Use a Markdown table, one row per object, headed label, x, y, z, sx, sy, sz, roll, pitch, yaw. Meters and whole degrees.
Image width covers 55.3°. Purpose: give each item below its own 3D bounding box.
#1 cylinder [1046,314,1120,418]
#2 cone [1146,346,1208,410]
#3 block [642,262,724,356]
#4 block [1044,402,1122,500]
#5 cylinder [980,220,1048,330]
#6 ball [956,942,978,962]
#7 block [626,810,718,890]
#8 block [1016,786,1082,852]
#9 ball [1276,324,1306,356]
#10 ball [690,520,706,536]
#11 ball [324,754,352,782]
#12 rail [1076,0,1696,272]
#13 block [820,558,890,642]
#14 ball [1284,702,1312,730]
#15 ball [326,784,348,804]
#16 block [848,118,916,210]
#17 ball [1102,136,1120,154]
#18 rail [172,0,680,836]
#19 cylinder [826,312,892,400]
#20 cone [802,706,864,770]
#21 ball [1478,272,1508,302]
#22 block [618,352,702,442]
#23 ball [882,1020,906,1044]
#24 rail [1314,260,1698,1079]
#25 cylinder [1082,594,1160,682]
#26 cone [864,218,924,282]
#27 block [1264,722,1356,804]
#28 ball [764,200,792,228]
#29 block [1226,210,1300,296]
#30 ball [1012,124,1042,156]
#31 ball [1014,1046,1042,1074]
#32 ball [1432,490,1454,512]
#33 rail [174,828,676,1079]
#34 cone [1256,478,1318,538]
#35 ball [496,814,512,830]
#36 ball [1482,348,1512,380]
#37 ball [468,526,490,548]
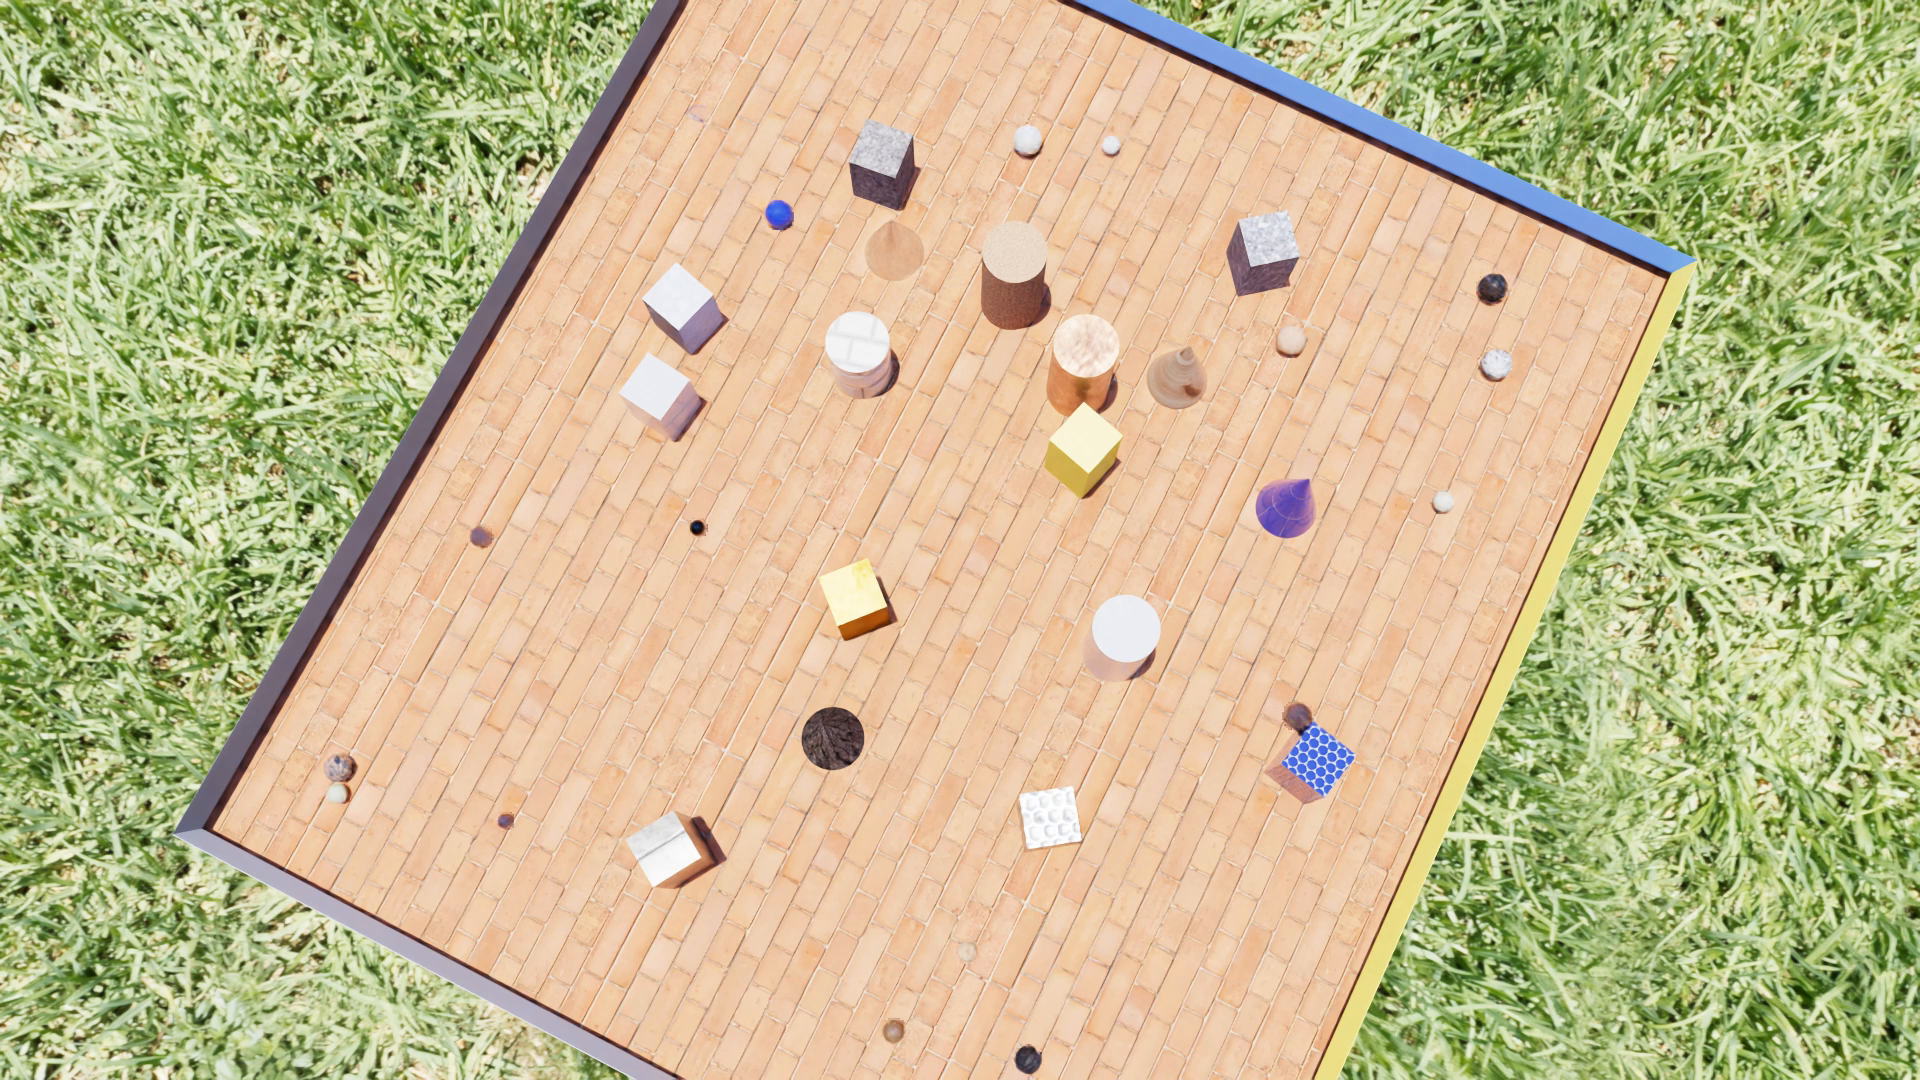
| label | x | y | z | sx | sy | sz | roll | pitch | yaw |
| --- | --- | --- | --- | --- | --- | --- | --- | --- | --- |
| cylinder | 0.364 | -0.515 | 5.498 | 0.190 | 0.441 | 0.190 | 0 | 78 | 0 |
| cone | 0.677 | -0.535 | 5.549 | 0.190 | 0.349 | 0.190 | 0 | 78 | 0 |
| block | -0.850 | -0.708 | 5.634 | 0.152 | 0.252 | 0.152 | 41 | 81 | 8 |
| block | 0.368 | -0.264 | 5.500 | 0.152 | 0.336 | 0.152 | 41 | 81 | 8 |
| cylinder | 0.160 | -0.796 | 5.557 | 0.190 | 0.438 | 0.190 | 0 | 78 | 0 |
| ball | 0.020 | 1.199 | 5.337 | 0.061 | 0.061 | 0.061 | 0 | 78 | 0 |
| block | -0.821 | 0.890 | 5.246 | 0.152 | 0.366 | 0.152 | -31 | 80 | -6 |
| block | 0.253 | 0.809 | 5.288 | 0.152 | 0.316 | 0.152 | -9 | 78 | -2 |
| ball | 1.030 | -0.622 | 5.697 | 0.095 | 0.095 | 0.095 | 0 | 78 | 0 |
| ball | -0.803 | -0.037 | 5.599 | 0.049 | 0.049 | 0.049 | 0 | 78 | 0 |
| ball | -1.845 | 0.676 | 5.435 | 0.083 | 0.083 | 0.083 | 0 | 78 | 0 |
| rail | 0.798 | -1.556 | 5.874 | 3.303 | 0.124 | 0.045 | 26 | 80 | 5 |
| block | -0.309 | 0.180 | 5.424 | 0.152 | 0.304 | 0.152 | -22 | 79 | -4 |
| ball | 1.009 | 0.526 | 5.467 | 0.081 | 0.081 | 0.081 | 0 | 78 | 0 |
| ball | -1.845 | 0.752 | 5.430 | 0.061 | 0.061 | 0.061 | 0 | 78 | 0 |
| block | -0.242 | -1.170 | 5.724 | 0.152 | 0.263 | 0.152 | 20 | 79 | 4 |
| ball | 0.482 | -1.259 | 5.847 | 0.059 | 0.059 | 0.059 | 0 | 78 | 0 |
| rail | -1.456 | -0.706 | 5.698 | 0.045 | 0.124 | 3.616 | 26 | 80 | 5 |
| cylinder | -0.305 | -0.560 | 5.586 | 0.190 | 0.286 | 0.190 | 0 | 78 | 0 |
| cone | -0.381 | 0.552 | 5.285 | 0.190 | 0.426 | 0.190 | 0 | 78 | 0 |
| ball | 1.668 | -0.790 | 5.734 | 0.090 | 0.090 | 0.090 | 0 | 78 | 0 |
| block | -0.909 | -0.431 | 5.574 | 0.152 | 0.257 | 0.152 | 33 | 80 | 6 |
| ball | -0.191 | 1.419 | 5.289 | 0.066 | 0.066 | 0.066 | 0 | 78 | 0 |
| rail | 1.456 | 0.719 | 5.404 | 0.045 | 0.124 | 3.616 | 26 | 80 | 5 |
| cylinder | 0.464 | 0.291 | 5.329 | 0.190 | 0.444 | 0.190 | 0 | 78 | 0 |
| cone | -0.207 | -0.939 | 5.664 | 0.190 | 0.288 | 0.190 | 0 | 78 | 0 |
| block | 1.012 | 0.650 | 5.321 | 0.152 | 0.315 | 0.152 | 38 | 81 | 7 |
| ball | -0.572 | -1.030 | 5.785 | 0.088 | 0.088 | 0.088 | 0 | 78 | 0 |
| block | 0.932 | -0.882 | 5.659 | 0.152 | 0.274 | 0.152 | -12 | 79 | -2 |
| ball | 0.215 | -1.272 | 5.831 | 0.095 | 0.095 | 0.095 | 0 | 78 | 0 |
| ball | 0.196 | 1.494 | 5.267 | 0.079 | 0.079 | 0.079 | 0 | 78 | 0 |
| ball | 1.479 | -0.117 | 5.607 | 0.066 | 0.066 | 0.066 | 0 | 78 | 0 |
| rail | -0.798 | 1.569 | 5.228 | 3.303 | 0.124 | 0.045 | 26 | 80 | 5 |
| cone | 1.003 | -0.137 | 5.446 | 0.190 | 0.390 | 0.190 | 0 | 78 | 0 |
| ball | -1.347 | 0.832 | 5.421 | 0.046 | 0.046 | 0.046 | 0 | 78 | 0 |
| ball | 1.665 | -0.545 | 5.681 | 0.094 | 0.094 | 0.094 | 0 | 78 | 0 |
| ball | -1.463 | -0.010 | 5.585 | 0.065 | 0.065 | 0.065 | 0 | 78 | 0 |
